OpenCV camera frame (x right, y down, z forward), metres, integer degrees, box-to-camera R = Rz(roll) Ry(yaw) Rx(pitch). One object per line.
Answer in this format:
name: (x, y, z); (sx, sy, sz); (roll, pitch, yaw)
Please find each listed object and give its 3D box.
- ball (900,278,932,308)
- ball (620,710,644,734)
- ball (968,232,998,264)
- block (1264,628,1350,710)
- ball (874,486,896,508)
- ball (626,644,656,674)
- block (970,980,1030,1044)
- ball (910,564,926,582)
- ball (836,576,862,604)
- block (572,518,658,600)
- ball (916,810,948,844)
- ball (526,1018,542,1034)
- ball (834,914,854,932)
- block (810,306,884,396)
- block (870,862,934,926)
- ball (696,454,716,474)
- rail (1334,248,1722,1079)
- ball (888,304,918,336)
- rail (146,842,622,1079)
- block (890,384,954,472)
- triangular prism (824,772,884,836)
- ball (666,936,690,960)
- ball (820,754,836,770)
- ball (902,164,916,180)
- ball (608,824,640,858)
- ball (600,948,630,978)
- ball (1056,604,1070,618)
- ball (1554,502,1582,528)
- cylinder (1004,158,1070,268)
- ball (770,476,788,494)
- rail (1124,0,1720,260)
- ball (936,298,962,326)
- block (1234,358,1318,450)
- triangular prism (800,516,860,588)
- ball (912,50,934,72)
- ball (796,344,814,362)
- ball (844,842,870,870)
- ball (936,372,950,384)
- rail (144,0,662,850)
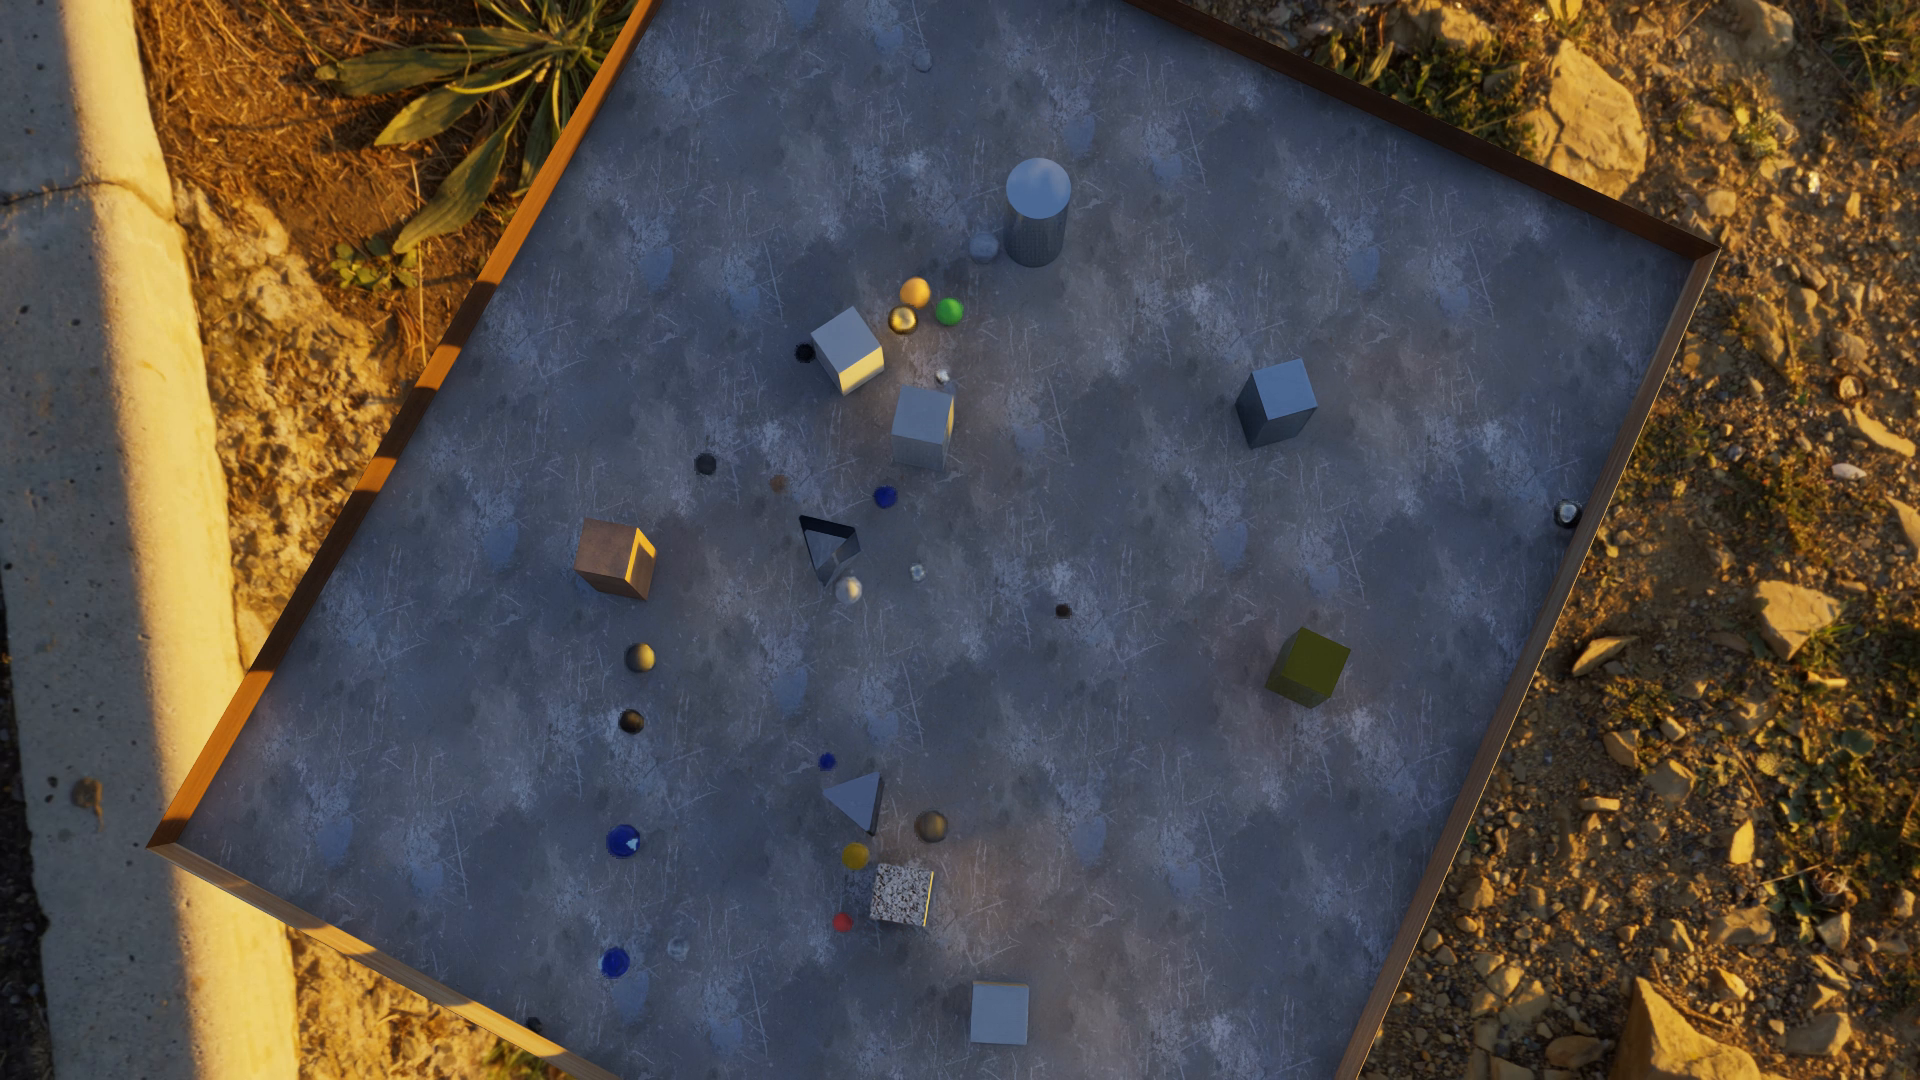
ball: (-0.138, -0.773, 5.728); (0.095, 0.095, 0.095); (0, 78, 0)
ball: (-0.978, 0.544, 5.468); (0.071, 0.071, 0.071); (0, 78, 0)
ball: (0.074, -0.919, 5.757); (0.096, 0.096, 0.096); (0, 78, 0)
block: (1.019, 0.379, 5.388); (0.154, 0.294, 0.154); (25, 79, 5)
ball: (-0.228, -0.131, 5.609); (0.067, 0.067, 0.067); (0, 78, 0)
ball: (-0.959, 0.356, 5.497); (0.090, 0.090, 0.090); (0, 78, 0)
block: (0.109, 1.332, 5.179); (0.154, 0.318, 0.154); (3, 78, 1)
ball: (-0.129, 0.101, 5.569); (0.052, 0.052, 0.052); (0, 78, 0)
ball: (-0.336, 0.150, 5.544); (0.082, 0.082, 0.082); (0, 78, 0)
block: (-1.015, 0.060, 5.419); (0.154, 0.363, 0.154); (11, 79, 2)
ball: (-0.080, 0.844, 5.393); (0.096, 0.096, 0.096); (0, 78, 0)
ball: (-1.231, 1.407, 5.302); (0.046, 0.046, 0.046); (0, 78, 0)
ball: (-0.340, 1.119, 5.357); (0.055, 0.055, 0.055); (0, 78, 0)
block: (-0.342, -0.576, 5.612); (0.154, 0.243, 0.154); (-34, 80, -7)
block: (-0.166, 1.022, 5.274); (0.154, 0.256, 0.154); (9, 78, 2)
ball: (-0.780, -0.231, 5.632); (0.062, 0.062, 0.062); (0, 78, 0)
rail: (1.500, 0.741, 5.398); (0.045, 0.125, 3.755); (26, 80, 5)
ball: (-0.179, -0.686, 5.710); (0.095, 0.095, 0.095); (0, 78, 0)
rail: (-0.829, 1.630, 5.214); (3.401, 0.125, 0.045); (26, 80, 5)
block: (-0.111, -0.334, 5.518); (0.154, 0.327, 0.154); (12, 79, 2)
triangular prism: (-0.273, 0.737, 5.281); (0.166, 0.358, 0.144); (40, 81, 8)
ball: (-0.821, 1.188, 5.337); (0.065, 0.065, 0.065); (0, 78, 0)
ball: (-0.394, 0.659, 5.456); (0.047, 0.047, 0.047); (0, 78, 0)
ball: (-0.162, -1.171, 5.833); (0.050, 0.050, 0.050); (0, 78, 0)
ball: (-0.986, 0.884, 5.385); (0.095, 0.095, 0.095); (0, 78, 0)
ball: (-1.001, 1.226, 5.320); (0.085, 0.085, 0.085); (0, 78, 0)
ball: (0.309, 0.214, 5.551); (0.042, 0.042, 0.042); (0, 78, 0)
ball: (1.853, -0.077, 5.590); (0.083, 0.083, 0.083); (0, 78, 0)
cylinder: (0.232, -0.997, 5.612); (0.192, 0.412, 0.192); (0, 78, 0)
ball: (-0.554, -0.168, 5.625); (0.052, 0.052, 0.052); (0, 78, 0)
rail: (0.829, -1.617, 5.886); (3.401, 0.125, 0.045); (26, 80, 5)
ball: (-0.035, -0.712, 5.720); (0.086, 0.086, 0.086); (0, 78, 0)
block: (0.950, -0.407, 5.525); (0.154, 0.344, 0.154); (-16, 79, -3)
triangular prism: (-0.412, 0.010, 5.454); (0.144, 0.314, 0.166); (43, 81, 8)
ball: (-0.121, -1.542, 5.899); (0.071, 0.071, 0.071); (0, 78, 0)
ball: (-0.483, -0.584, 5.711); (0.052, 0.052, 0.052); (0, 78, 0)
ball: (-0.305, 0.927, 5.385); (0.078, 0.078, 0.078); (0, 78, 0)
ball: (-0.054, -0.504, 5.699); (0.042, 0.042, 0.042); (0, 78, 0)
rail: (-1.500, -0.728, 5.702); (0.045, 0.125, 3.755); (26, 80, 5)
